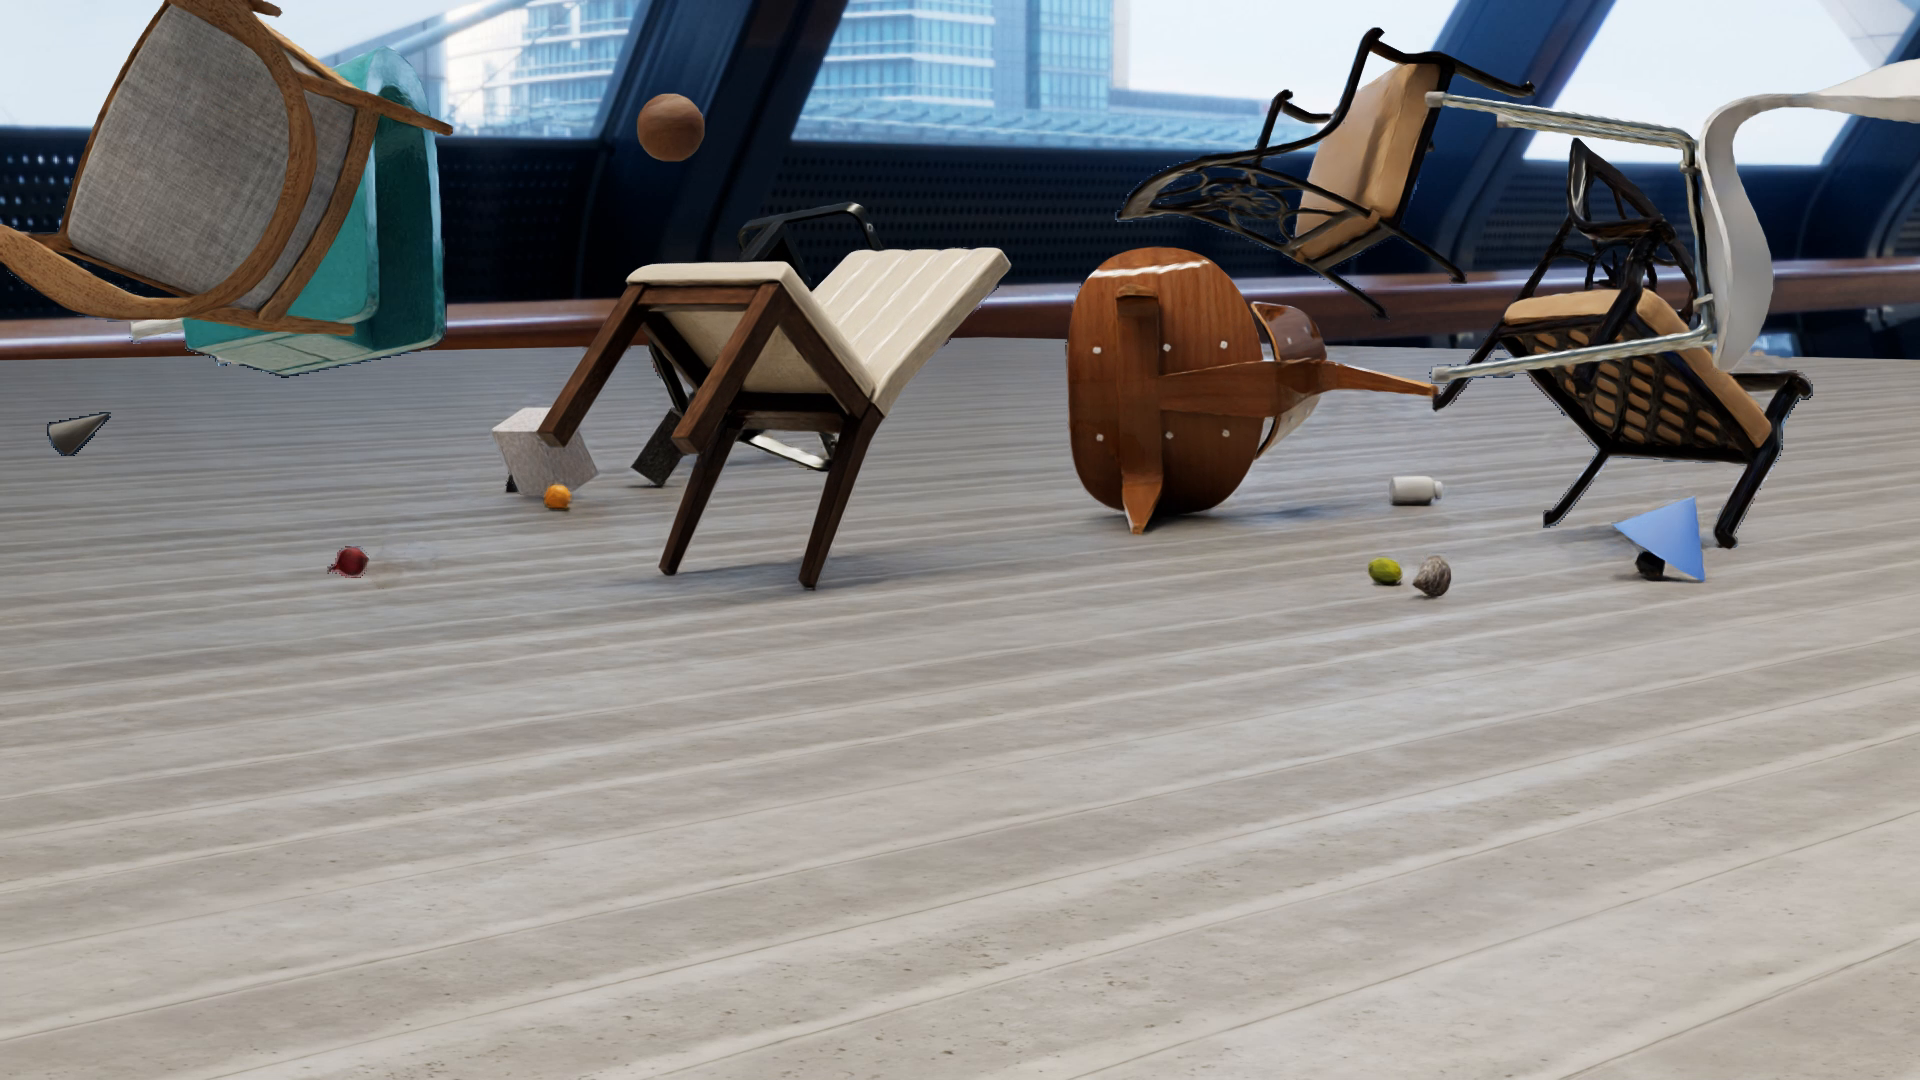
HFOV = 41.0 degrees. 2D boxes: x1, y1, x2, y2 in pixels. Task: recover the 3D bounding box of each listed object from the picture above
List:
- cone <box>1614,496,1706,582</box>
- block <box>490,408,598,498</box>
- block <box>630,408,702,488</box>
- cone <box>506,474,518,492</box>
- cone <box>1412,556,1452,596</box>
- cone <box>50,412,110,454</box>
[{"bbox_3d":[1.555,-0.034,5.566,0.237,0.145,0.119,37,17,29],"label":"cone"},{"bbox_3d":[-1.237,-0.261,7.637,0.226,0.223,0.141,4,34,46],"label":"block"},{"bbox_3d":[-0.918,-0.290,8.027,0.113,0.218,0.100,34,5,-6],"label":"block"},{"bbox_3d":[-1.334,-0.163,7.854,0.097,0.061,0.087,17,0,-5],"label":"cone"},{"bbox_3d":[0.948,0.082,5.247,0.071,0.097,0.079,-16,57,-35],"label":"cone"},{"bbox_3d":[-1.989,-0.260,5.842,0.140,0.075,0.082,-26,-32,11],"label":"cone"}]
